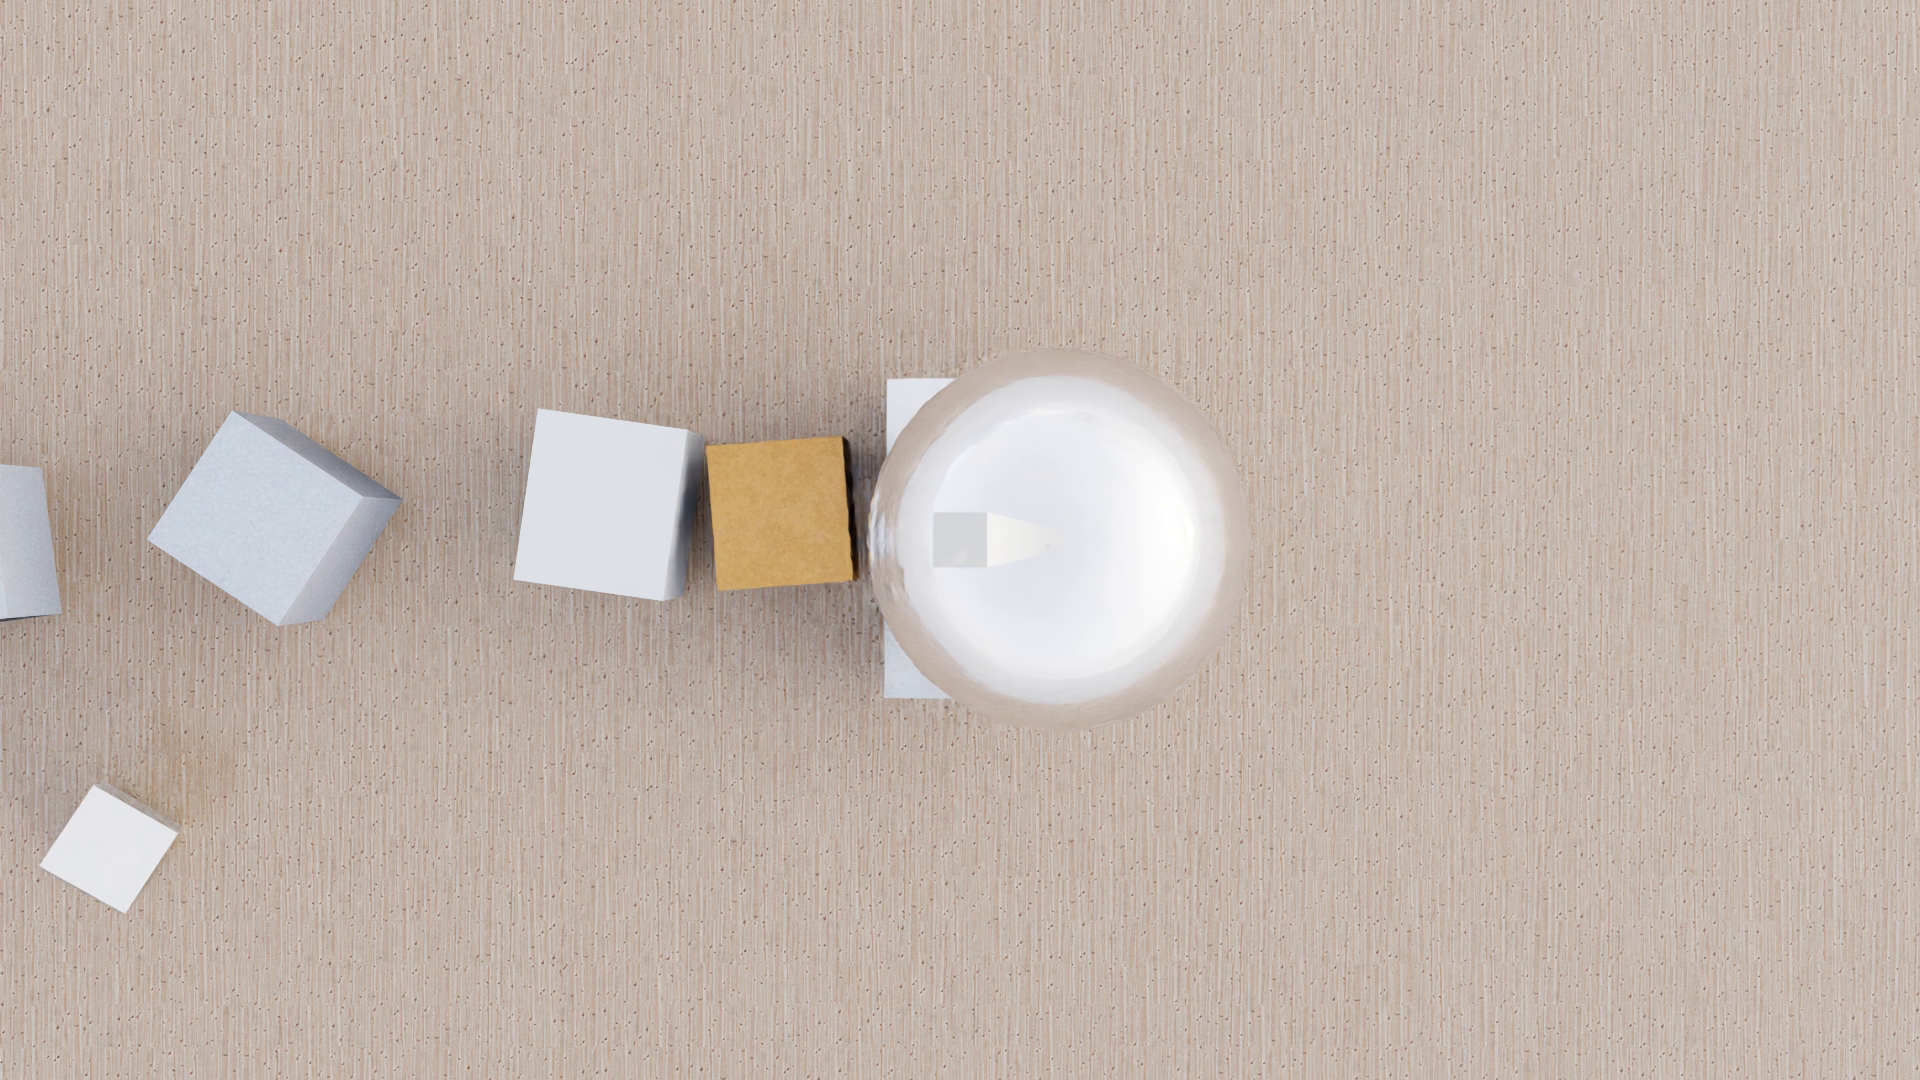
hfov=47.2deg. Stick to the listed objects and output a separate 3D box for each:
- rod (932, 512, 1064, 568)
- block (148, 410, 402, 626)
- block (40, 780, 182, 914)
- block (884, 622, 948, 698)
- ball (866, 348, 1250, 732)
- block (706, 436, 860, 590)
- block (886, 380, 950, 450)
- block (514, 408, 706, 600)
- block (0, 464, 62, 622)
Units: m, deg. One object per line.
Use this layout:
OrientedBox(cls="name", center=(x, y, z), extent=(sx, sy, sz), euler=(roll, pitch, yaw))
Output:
OrientedBox(cls="rod", center=(0.177, 0.000, 5.803), extent=(0.080, 5.200, 0.080), euler=(0, 90, 4))
OrientedBox(cls="block", center=(-3.888, -0.121, 12.561), extent=(0.865, 0.877, 0.853), euler=(33, 90, 0))
OrientedBox(cls="block", center=(-4.855, 1.752, 12.609), extent=(0.530, 0.589, 0.519), euler=(33, 78, -12))
OrientedBox(cls="block", center=(-0.018, 0.481, 12.570), extent=(0.803, 0.860, 0.791), euler=(0, 90, 0))
OrientedBox(cls="ball", center=(0.409, 0.000, 9.195), extent=(1.600, 1.600, 1.600), euler=(0, 90, 0))
OrientedBox(cls="block", center=(-1.001, -0.148, 12.610), extent=(0.756, 0.780, 0.807), euler=(-4, 90, 0))
OrientedBox(cls="block", center=(0.013, -0.400, 12.492), extent=(0.820, 1.016, 0.951), euler=(0, 90, 0))
OrientedBox(cls="block", center=(-1.982, -0.195, 12.558), extent=(0.830, 0.884, 0.953), euler=(8, 90, 0))
OrientedBox(cls="block", center=(-5.823, 0.067, 12.631), extent=(0.917, 0.737, 0.871), euler=(-8, 90, 0))
